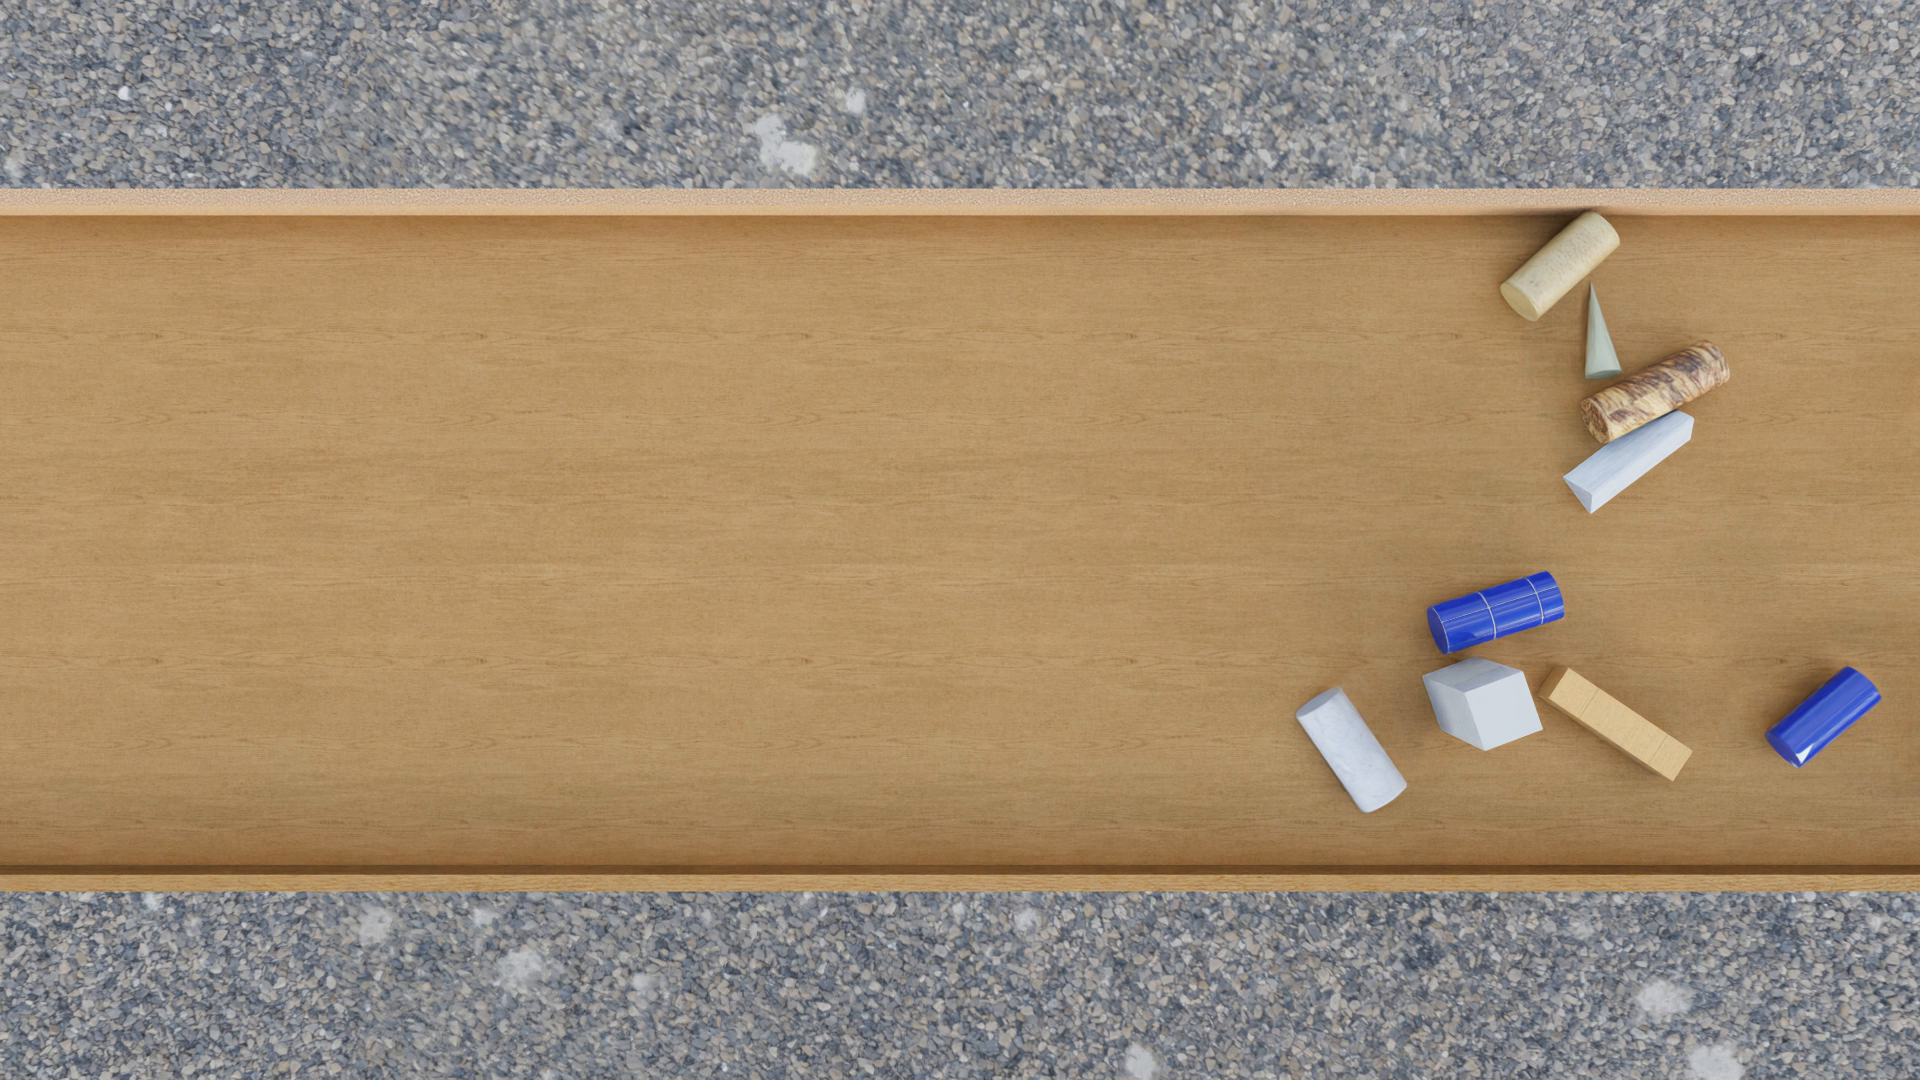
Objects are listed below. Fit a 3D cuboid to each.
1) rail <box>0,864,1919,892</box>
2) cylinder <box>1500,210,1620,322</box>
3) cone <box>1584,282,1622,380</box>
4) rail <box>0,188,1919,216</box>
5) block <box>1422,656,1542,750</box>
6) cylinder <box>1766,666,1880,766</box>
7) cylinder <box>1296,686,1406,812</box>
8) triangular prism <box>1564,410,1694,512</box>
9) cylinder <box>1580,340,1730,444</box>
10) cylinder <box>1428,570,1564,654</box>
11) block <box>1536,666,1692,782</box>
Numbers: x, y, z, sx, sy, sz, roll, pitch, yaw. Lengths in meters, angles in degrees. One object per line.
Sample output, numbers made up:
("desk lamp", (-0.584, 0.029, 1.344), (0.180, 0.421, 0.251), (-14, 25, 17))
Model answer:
("rail", (-2.247, 1.025, 5.001), (12.000, 0.150, 0.050), (0, 90, 0))
("cylinder", (1.818, -0.831, 5.001), (0.332, 0.153, 0.153), (-42, 90, 0))
("cone", (1.949, -0.653, 5.050), (0.106, 0.106, 0.303), (-4, 80, 0))
("rail", (-2.247, -1.025, 5.002), (12.000, 0.150, 0.050), (0, 90, 0))
("block", (1.539, 0.478, 4.881), (0.178, 0.377, 0.178), (-20, 93, -2))
("cylinder", (2.619, 0.536, 5.008), (0.312, 0.136, 0.136), (-40, 90, 0))
("cylinder", (1.185, 0.634, 4.996), (0.161, 0.161, 0.350), (-35, 90, 0))
("triangular prism", (2.049, -0.252, 5.013), (0.382, 0.121, 0.139), (-37, 90, 0))
("cylinder", (2.106, -0.449, 5.002), (0.405, 0.150, 0.150), (-27, 90, 0))
("cylinder", (1.622, 0.220, 5.000), (0.365, 0.154, 0.154), (-17, 90, 0))
("block", (1.990, 0.556, 5.022), (0.450, 0.109, 0.109), (34, 90, 0))
